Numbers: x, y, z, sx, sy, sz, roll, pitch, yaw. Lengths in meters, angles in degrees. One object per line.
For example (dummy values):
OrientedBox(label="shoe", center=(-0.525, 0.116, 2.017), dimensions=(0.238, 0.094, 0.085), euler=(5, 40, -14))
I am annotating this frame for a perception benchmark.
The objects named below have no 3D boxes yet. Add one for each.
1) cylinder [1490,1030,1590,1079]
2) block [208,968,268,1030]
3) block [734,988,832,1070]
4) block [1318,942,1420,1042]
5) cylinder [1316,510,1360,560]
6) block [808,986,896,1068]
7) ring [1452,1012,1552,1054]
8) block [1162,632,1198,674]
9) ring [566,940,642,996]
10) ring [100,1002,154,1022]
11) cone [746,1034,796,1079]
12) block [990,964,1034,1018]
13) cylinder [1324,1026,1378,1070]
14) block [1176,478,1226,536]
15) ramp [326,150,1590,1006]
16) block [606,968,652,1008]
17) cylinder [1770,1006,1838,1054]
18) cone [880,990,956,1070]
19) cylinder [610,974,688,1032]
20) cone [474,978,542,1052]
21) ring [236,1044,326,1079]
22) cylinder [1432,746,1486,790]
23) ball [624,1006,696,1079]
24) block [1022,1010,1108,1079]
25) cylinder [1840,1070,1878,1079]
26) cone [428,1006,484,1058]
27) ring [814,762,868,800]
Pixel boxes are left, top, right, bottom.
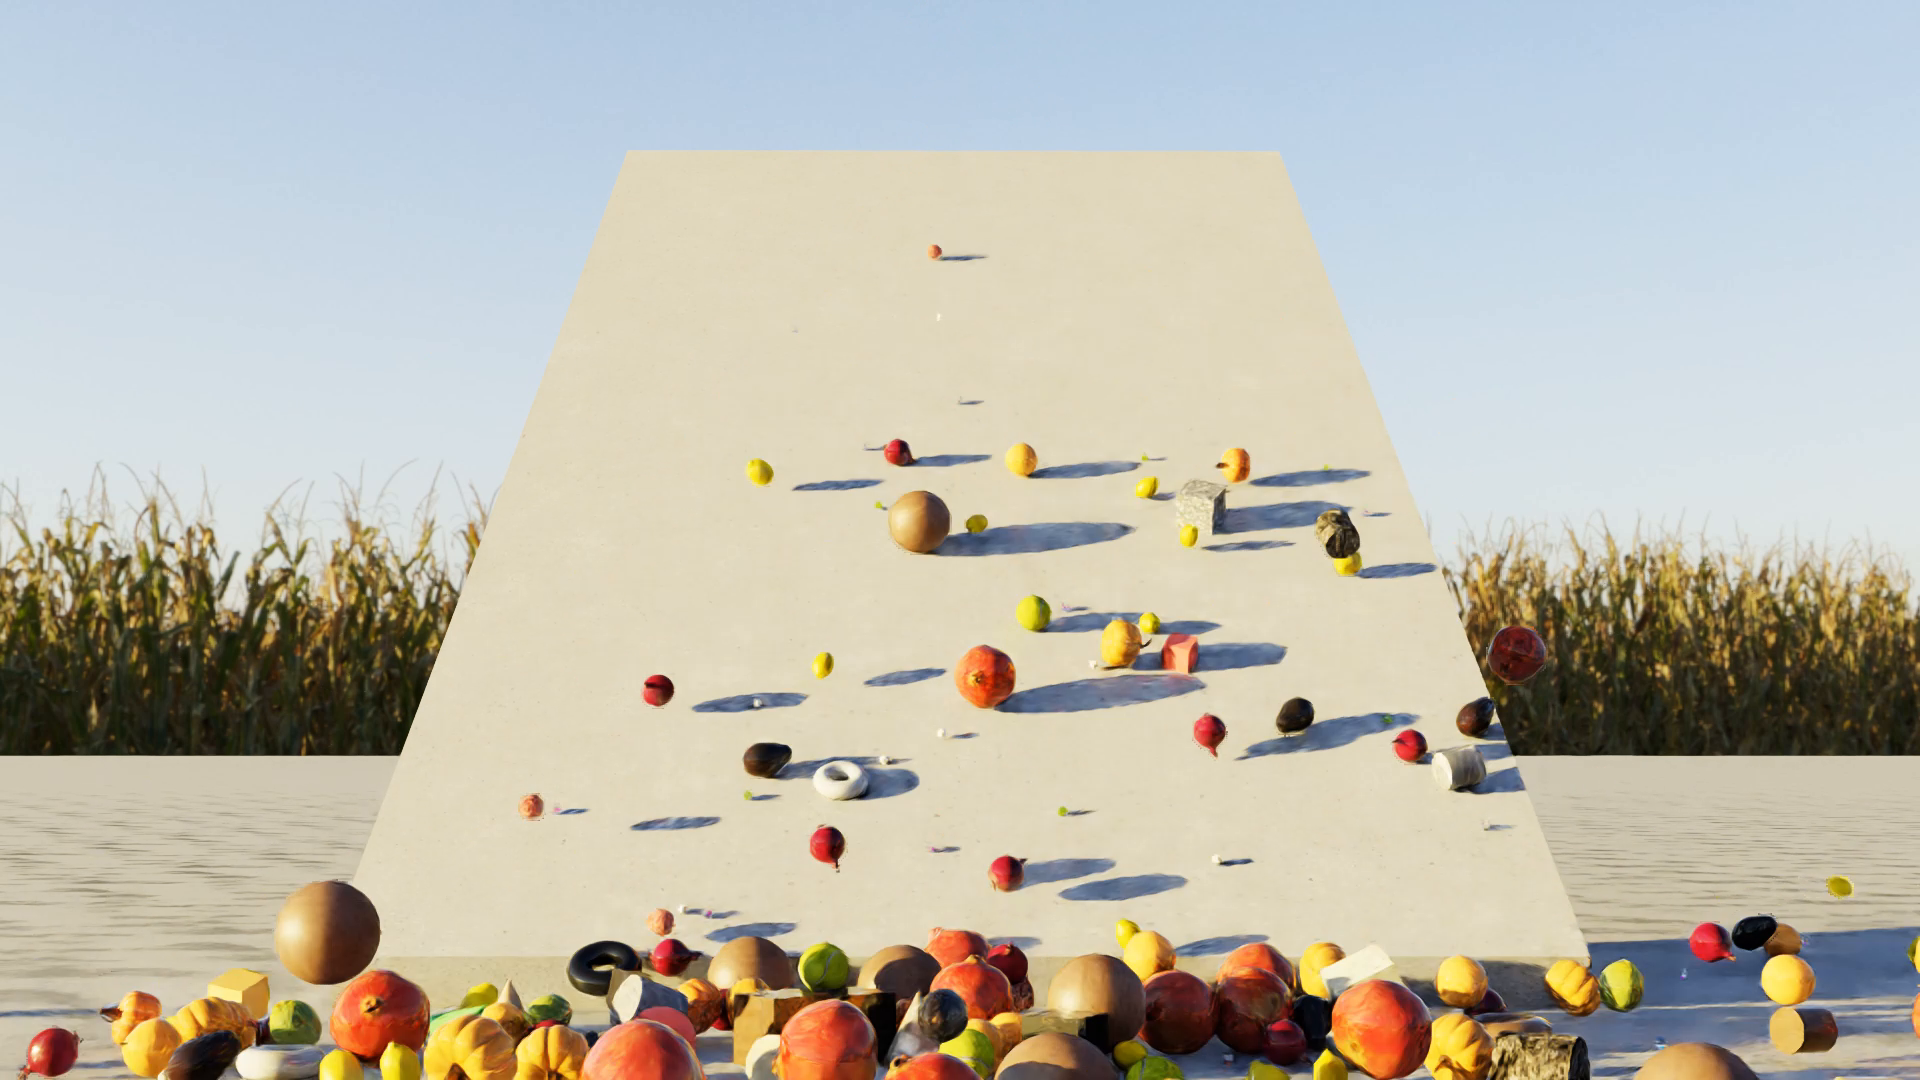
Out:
OrientedBox(label="cylinder", center=(0.652, 0.598, 2.673), dimensions=(0.087, 0.087, 0.087), euler=(-1, -5, 29))
OrientedBox(label="block", center=(-1.018, 0.647, 3.356), dimensions=(0.058, 0.058, 0.058), euler=(8, 16, 19))
OrientedBox(label="block", center=(-0.232, 0.639, 3.107), dimensions=(0.091, 0.091, 0.091), euler=(4, -6, -39))
OrientedBox(label="block", center=(0.566, 0.631, 3.301), dimensions=(0.091, 0.091, 0.091), euler=(-26, 10, -2))
OrientedBox(label="cylinder", center=(0.711, -0.011, 4.479), dimensions=(0.068, 0.068, 0.068), euler=(1, 34, -13))
OrientedBox(label="block", center=(-0.148, 0.643, 3.149), dimensions=(0.091, 0.091, 0.091), euler=(4, -6, -38))
OrientedBox(label="ring", center=(0.739, 0.673, 3.246), dimensions=(0.135, 0.045, 0.135), euler=(-3, -4, 0))
OrientedBox(label="block", center=(0.421, 0.216, 4.553), dimensions=(0.052, 0.052, 0.052), euler=(12, 30, 22))
OrientedBox(label="ring", center=(-0.553, 0.666, 3.702), dimensions=(0.117, 0.039, 0.117), euler=(0, 27, 0))
OrientedBox(label="ring", center=(-1.264, 0.717, 3.615), dimensions=(0.078, 0.026, 0.078), euler=(0, -4, 0))
OrientedBox(label="cone", center=(-0.219, 0.653, 2.934), dimensions=(0.067, 0.067, 0.067), euler=(-3, -31, 27))
OrientedBox(label="block", center=(0.080, 0.685, 3.619), dimensions=(0.050, 0.050, 0.050), euler=(-20, -35, -12))
OrientedBox(label="cylinder", center=(0.504, 0.656, 3.069), dimensions=(0.051, 0.051, 0.051), euler=(2, -6, -24))
OrientedBox(label="block", center=(0.513, -0.071, 5.070), dimensions=(0.082, 0.082, 0.082), euler=(13, 30, 23))
OrientedBox(label="ramp", center=(-0.011, -0.224, 5.557), dimensions=(2.000, 0.100, 4.000), euler=(0, 28, 0))
OrientedBox(label="block", center=(-0.499, 0.686, 3.603), dimensions=(0.054, 0.054, 0.054), euler=(5, -28, 8))
OrientedBox(label="cylinder", center=(1.106, 0.643, 3.121), dimensions=(0.060, 0.060, 0.060), euler=(5, -7, -28))
OrientedBox(label="cone", center=(-0.054, 0.634, 3.101), dimensions=(0.099, 0.099, 0.099), euler=(0, -5, 0))
OrientedBox(label="cylinder", center=(-0.418, 0.633, 3.204), dimensions=(0.075, 0.075, 0.075), euler=(28, -19, -29))
OrientedBox(label="cone", center=(-0.623, 0.653, 3.288), dimensions=(0.095, 0.095, 0.095), euler=(0, -5, 0))
OrientedBox(label="ring", center=(-0.852, 0.656, 2.989), dimensions=(0.110, 0.037, 0.110), euler=(1, -5, 0))
OrientedBox(label="cylinder", center=(0.875, 0.400, 4.177), dimensions=(0.067, 0.067, 0.067), euler=(-10, -2, -18))
OrientedBox(label="ball", center=(-0.374, 0.628, 2.971), dimensions=(0.090, 0.090, 0.090), euler=(0, -5, 0))
OrientedBox(label="block", center=(0.131, 0.633, 2.975), dimensions=(0.080, 0.080, 0.080), euler=(-3, -6, 31))
OrientedBox(label="cylinder", center=(0.963, 0.601, 2.520), dimensions=(0.063, 0.063, 0.063), euler=(13, -2, 13))
OrientedBox(label="cone", center=(-0.640, 0.625, 3.092), dimensions=(0.070, 0.070, 0.070), euler=(-42, -19, 15))
OrientedBox(label="ring", center=(-0.208, 0.422, 4.178), dimensions=(0.097, 0.032, 0.097), euler=(1, 28, -1))
